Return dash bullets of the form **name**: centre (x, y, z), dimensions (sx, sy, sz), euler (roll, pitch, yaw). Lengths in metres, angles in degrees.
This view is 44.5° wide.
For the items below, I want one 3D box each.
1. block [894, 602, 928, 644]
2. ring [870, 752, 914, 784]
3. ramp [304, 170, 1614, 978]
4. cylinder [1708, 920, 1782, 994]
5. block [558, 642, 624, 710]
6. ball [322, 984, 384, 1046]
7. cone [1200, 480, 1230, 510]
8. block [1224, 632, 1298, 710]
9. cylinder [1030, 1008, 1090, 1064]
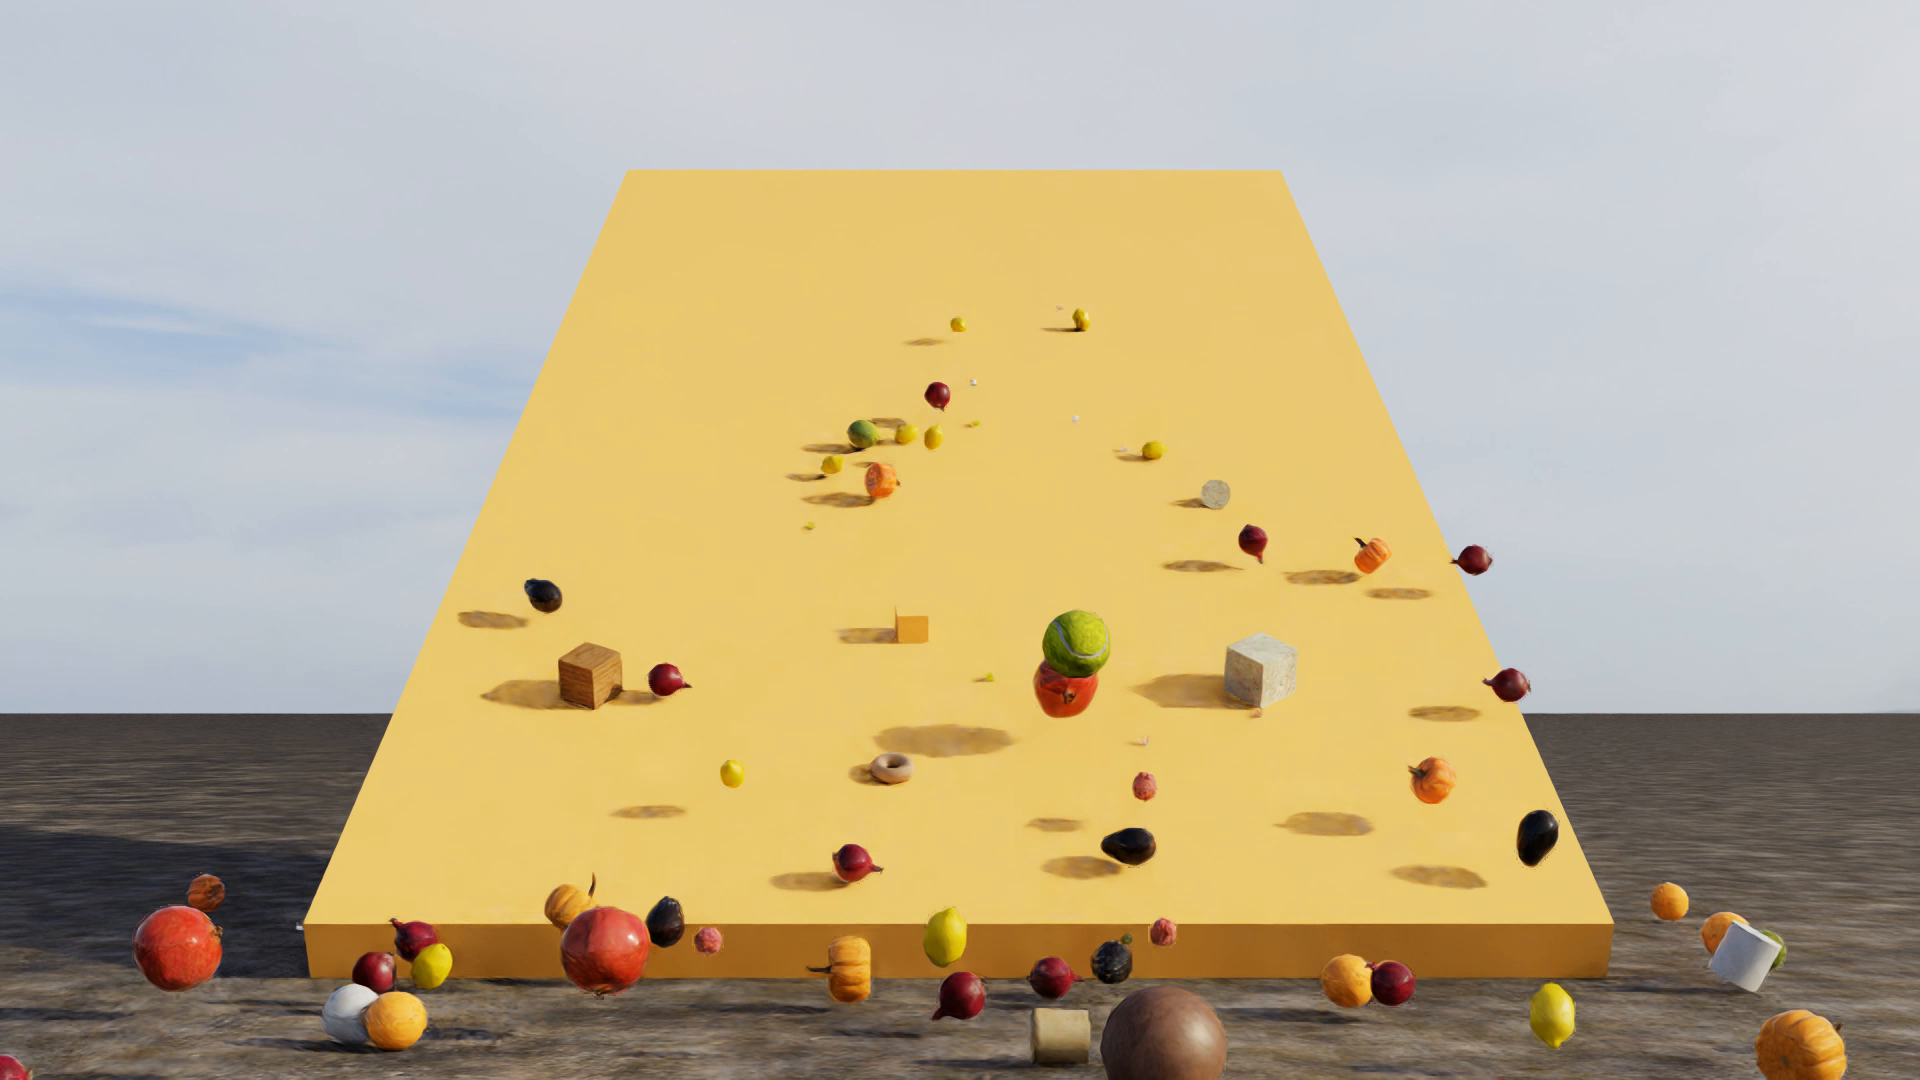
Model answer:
- **block**: centre (-0.091, 0.156, 4.415), dimensions (0.058, 0.058, 0.058), euler (-3, 26, -6)
- **ring**: centre (-0.115, 0.385, 3.971), dimensions (0.077, 0.026, 0.077), euler (1, 25, -1)
- **ramp**: centre (-0.009, -0.229, 5.408), dimensions (2.000, 0.100, 4.000), euler (0, 25, 0)
- **cylinder**: centre (1.150, 0.610, 3.441), dimensions (0.077, 0.077, 0.077), euler (26, 6, -3)
- **block**: centre (-0.661, 0.242, 4.205), dimensions (0.080, 0.080, 0.080), euler (15, 29, 28)
- **ball**: centre (-0.748, 0.586, 2.896), dimensions (0.075, 0.075, 0.075), euler (0, -4, 0)
- **cone**: centre (0.539, -0.096, 4.982), dimensions (0.064, 0.064, 0.064), euler (0, -1, -1)
- **block**: centre (0.540, 0.234, 4.217), dimensions (0.091, 0.091, 0.091), euler (-20, 32, -36)
- **cylinder**: centre (0.116, 0.577, 2.730), dimensions (0.063, 0.063, 0.063), euler (2, -4, -4)
